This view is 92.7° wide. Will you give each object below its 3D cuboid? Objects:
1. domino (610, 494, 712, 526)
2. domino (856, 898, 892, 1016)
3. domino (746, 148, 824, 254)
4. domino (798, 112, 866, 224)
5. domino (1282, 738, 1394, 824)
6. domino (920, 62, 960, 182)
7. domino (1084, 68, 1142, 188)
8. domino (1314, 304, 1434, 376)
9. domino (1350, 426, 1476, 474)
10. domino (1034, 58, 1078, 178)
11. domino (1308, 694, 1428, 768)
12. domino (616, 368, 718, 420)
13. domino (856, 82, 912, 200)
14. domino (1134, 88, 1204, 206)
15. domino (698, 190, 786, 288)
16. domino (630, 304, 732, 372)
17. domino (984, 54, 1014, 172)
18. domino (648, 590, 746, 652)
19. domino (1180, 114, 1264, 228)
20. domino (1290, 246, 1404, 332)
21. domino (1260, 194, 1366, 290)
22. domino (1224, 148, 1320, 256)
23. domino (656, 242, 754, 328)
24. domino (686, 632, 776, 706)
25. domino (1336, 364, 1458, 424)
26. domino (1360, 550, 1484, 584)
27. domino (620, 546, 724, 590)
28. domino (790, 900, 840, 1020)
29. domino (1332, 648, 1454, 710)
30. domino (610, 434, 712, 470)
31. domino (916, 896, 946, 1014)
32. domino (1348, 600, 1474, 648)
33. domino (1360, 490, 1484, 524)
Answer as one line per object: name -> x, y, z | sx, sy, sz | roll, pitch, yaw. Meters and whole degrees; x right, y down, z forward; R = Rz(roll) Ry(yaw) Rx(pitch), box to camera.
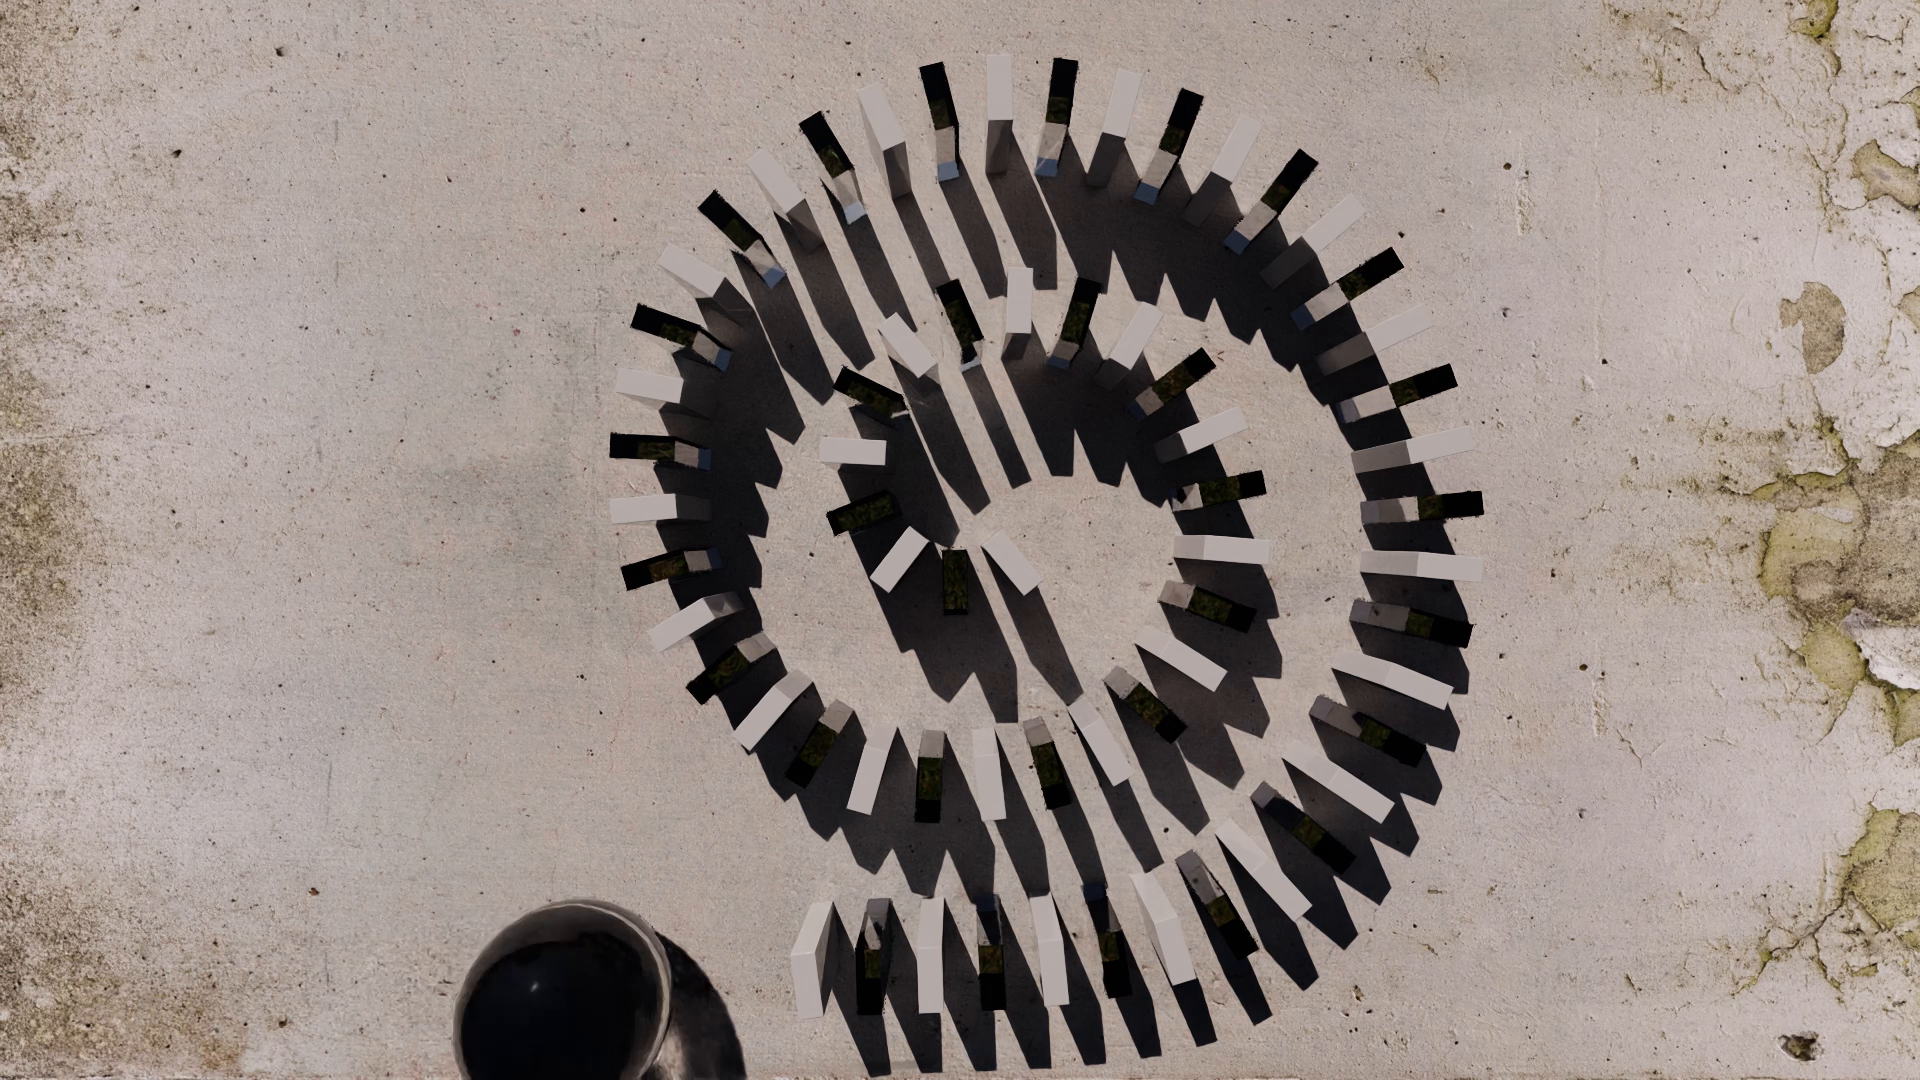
domino -> -0.121, -0.012, 0.375 | 0.025, 0.050, 0.009 | -5, 90, 0
domino -> -0.035, 0.169, 0.375 | 0.009, 0.050, 0.025 | -2, 90, 0
domino -> -0.071, -0.137, 0.375 | 0.009, 0.050, 0.025 | -38, 90, 0
domino -> -0.051, -0.151, 0.375 | 0.009, 0.050, 0.025 | -31, 90, 0
domino -> 0.153, 0.098, 0.375 | 0.025, 0.050, 0.009 | 34, 90, 0
domino -> -0.008, -0.170, 0.375 | 0.010, 0.050, 0.025 | -14, 90, 0
domino -> 0.062, -0.167, 0.375 | 0.010, 0.050, 0.025 | 15, 90, 0
domino -> 0.168, -0.081, 0.375 | 0.025, 0.050, 0.010 | -25, 90, 0
domino -> 0.184, -0.036, 0.375 | 0.025, 0.050, 0.010 | -13, 90, 0
domino -> 0.039, -0.171, 0.375 | 0.009, 0.050, 0.025 | 8, 90, 0
domino -> 0.165, 0.077, 0.375 | 0.025, 0.050, 0.010 | 28, 90, 0
domino -> -0.119, -0.059, 0.375 | 0.025, 0.050, 0.010 | 10, 90, 0
domino -> -0.030, -0.162, 0.375 | 0.010, 0.050, 0.025 | -24, 90, 0
domino -> 0.084, -0.159, 0.375 | 0.009, 0.050, 0.025 | 21, 90, 0
domino -> -0.088, -0.122, 0.375 | 0.025, 0.050, 0.009 | 44, 90, 0
domino -> -0.113, -0.082, 0.375 | 0.025, 0.050, 0.009 | 19, 90, 0
domino -> 0.015, -0.173, 0.375 | 0.009, 0.050, 0.025 | -1, 90, 0
domino -> -0.107, 0.033, 0.375 | 0.025, 0.050, 0.010 | -32, 90, 0
domino -> 0.106, -0.150, 0.375 | 0.009, 0.050, 0.025 | 28, 90, 0
domino -> 0.157, -0.102, 0.375 | 0.025, 0.050, 0.009 | -32, 90, 0
domino -> 0.143, -0.121, 0.375 | 0.025, 0.050, 0.009 | -40, 90, 0
domino -> 0.126, -0.137, 0.375 | 0.010, 0.050, 0.025 | 37, 90, 0
domino -> -0.103, -0.103, 0.375 | 0.025, 0.050, 0.009 | 32, 90, 0
domino -> -0.093, 0.052, 0.375 | 0.025, 0.050, 0.010 | -41, 90, 0
domino -> 0.177, -0.059, 0.375 | 0.025, 0.050, 0.009 | -19, 90, 0
domino -> 0.187, 0.010, 0.375 | 0.025, 0.050, 0.009 | 6, 90, 0
domino -> -0.117, 0.011, 0.375 | 0.025, 0.050, 0.010 | -17, 90, 0
domino -> -0.058, 0.170, 0.375 | 0.009, 0.050, 0.025 | -8, 90, 0
domino -> 0.175, 0.056, 0.375 | 0.025, 0.050, 0.010 | 22, 90, 0
domino -> -0.121, -0.036, 0.375 | 0.025, 0.050, 0.009 | 3, 90, 0
domino -> -0.011, 0.168, 0.375 | 0.009, 0.050, 0.025 | -2, 90, 0
domino -> 0.183, 0.034, 0.375 | 0.025, 0.050, 0.009 | 15, 90, 0
domino -> 0.187, -0.013, 0.375 | 0.025, 0.050, 0.009 | -5, 90, 0
